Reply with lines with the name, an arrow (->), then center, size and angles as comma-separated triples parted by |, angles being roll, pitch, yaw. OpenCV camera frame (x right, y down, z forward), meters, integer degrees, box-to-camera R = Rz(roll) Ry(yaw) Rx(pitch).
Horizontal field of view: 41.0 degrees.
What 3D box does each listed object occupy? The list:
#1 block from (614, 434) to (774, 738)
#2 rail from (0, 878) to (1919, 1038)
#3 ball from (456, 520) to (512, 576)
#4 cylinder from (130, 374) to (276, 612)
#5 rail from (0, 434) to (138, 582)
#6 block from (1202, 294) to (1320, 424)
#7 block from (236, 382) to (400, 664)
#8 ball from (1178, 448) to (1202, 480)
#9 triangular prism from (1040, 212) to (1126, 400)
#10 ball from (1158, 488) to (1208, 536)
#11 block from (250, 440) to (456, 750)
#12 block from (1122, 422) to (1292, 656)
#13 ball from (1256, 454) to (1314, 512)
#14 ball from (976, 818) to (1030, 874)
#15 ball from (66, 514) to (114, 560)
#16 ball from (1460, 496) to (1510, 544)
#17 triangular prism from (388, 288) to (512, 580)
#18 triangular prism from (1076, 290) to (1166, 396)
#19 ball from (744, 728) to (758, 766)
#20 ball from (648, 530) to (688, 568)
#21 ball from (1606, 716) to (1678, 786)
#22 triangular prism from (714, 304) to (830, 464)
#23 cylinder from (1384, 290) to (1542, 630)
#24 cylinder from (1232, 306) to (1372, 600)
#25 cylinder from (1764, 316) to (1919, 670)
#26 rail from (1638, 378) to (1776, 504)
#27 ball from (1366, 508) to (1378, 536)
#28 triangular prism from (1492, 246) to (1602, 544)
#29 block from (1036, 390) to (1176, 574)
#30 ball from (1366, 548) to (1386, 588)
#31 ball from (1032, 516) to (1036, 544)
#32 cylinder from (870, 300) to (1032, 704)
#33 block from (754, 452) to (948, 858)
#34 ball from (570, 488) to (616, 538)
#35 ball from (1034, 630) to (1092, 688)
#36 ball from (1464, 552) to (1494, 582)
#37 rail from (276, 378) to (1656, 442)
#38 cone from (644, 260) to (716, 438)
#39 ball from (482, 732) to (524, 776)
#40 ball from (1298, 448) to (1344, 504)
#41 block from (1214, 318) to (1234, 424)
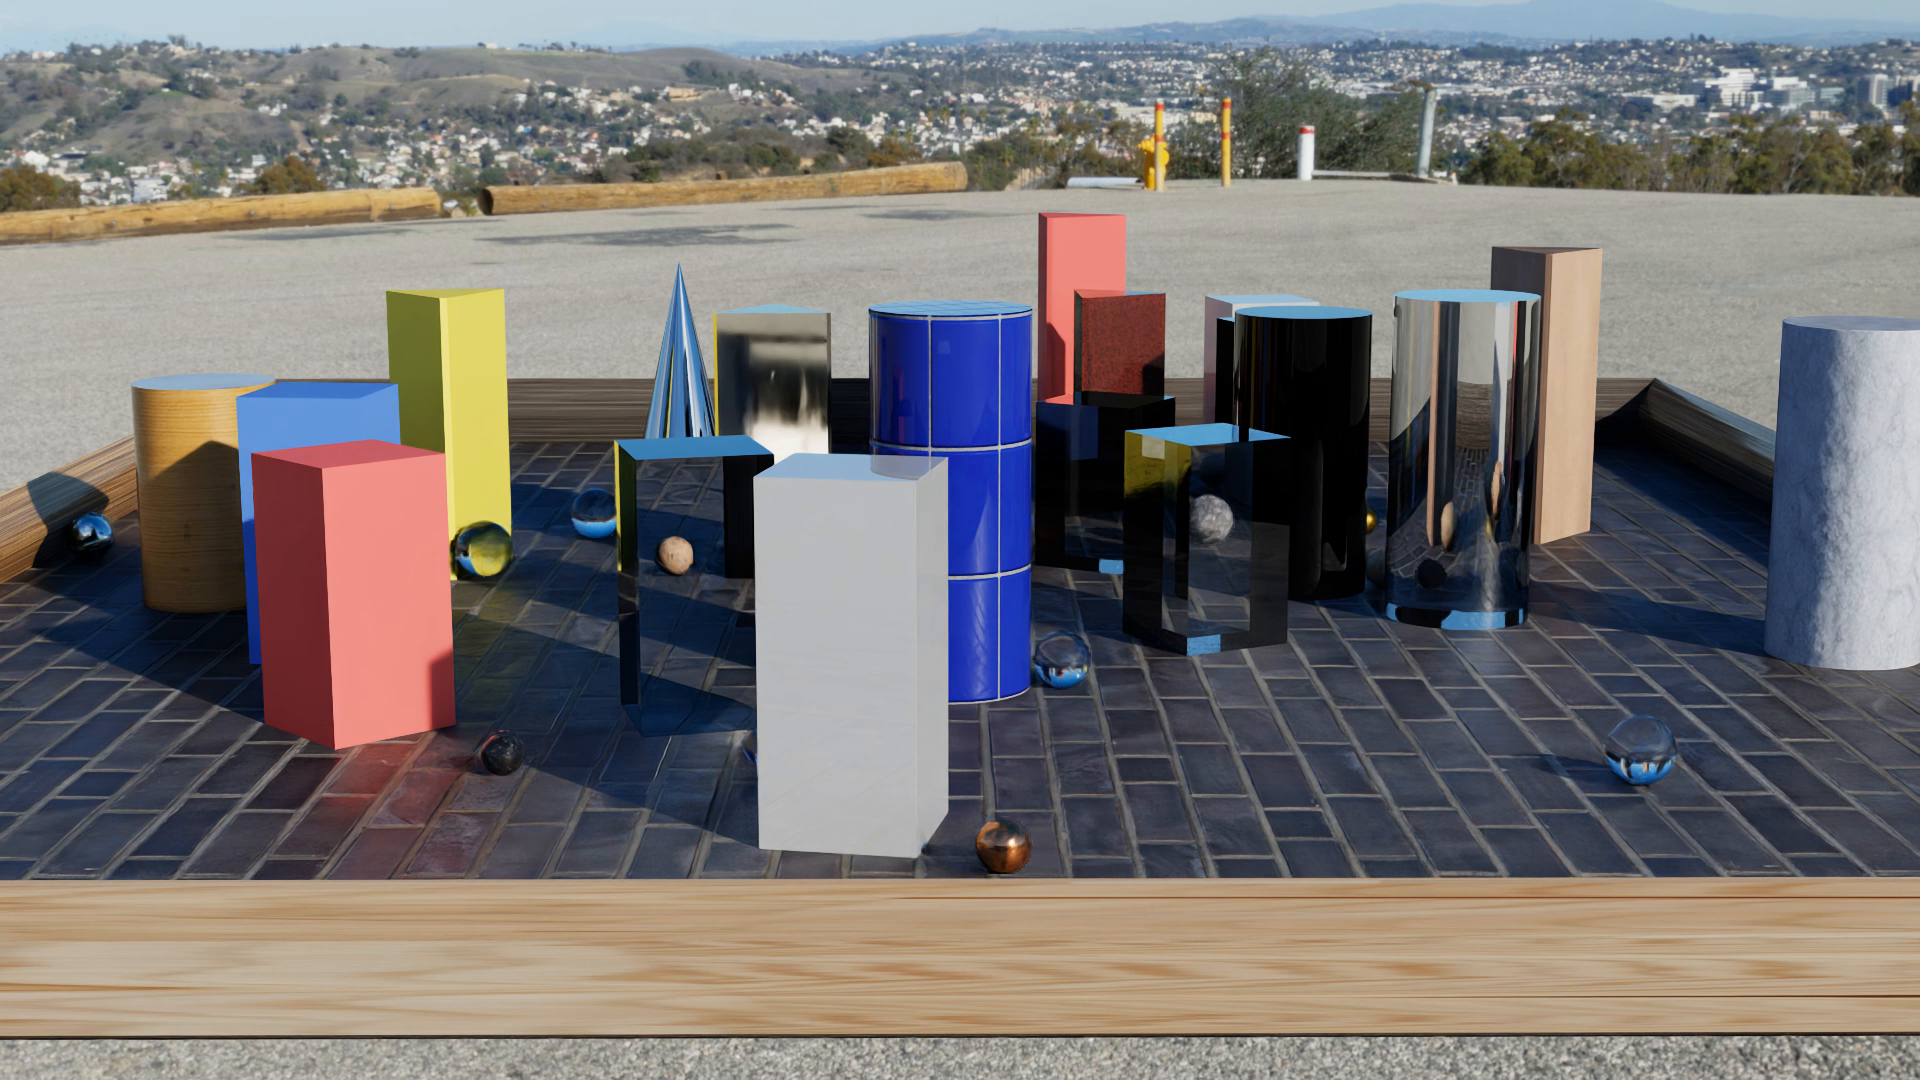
block -> -0.295, 0.048, 2.865 | 0.151, 0.307, 0.151 | -3, 11, -16
rail -> 0.009, 0.311, 1.951 | 2.714, 0.123, 0.045 | 0, 11, 0
ball -> -0.676, 0.012, 3.643 | 0.080, 0.080, 0.080 | 0, 11, 0
cylinder -> -1.024, -0.067, 3.501 | 0.189, 0.300, 0.189 | 0, 11, 0
rail -> -1.333, 0.033, 3.442 | 0.045, 0.123, 3.095 | 0, 11, 0
block -> 0.509, -0.244, 4.365 | 0.151, 0.332, 0.151 | -2, 11, -12
block -> -0.788, -0.022, 3.181 | 0.151, 0.329, 0.151 | 1, 11, 6
ball -> 0.411, -0.133, 4.518 | 0.056, 0.056, 0.056 | 0, 11, 0
triangular prism -> 0.181, -0.340, 4.517 | 0.164, 0.464, 0.142 | -7, 13, -33
ball -> 0.347, -0.043, 3.984 | 0.076, 0.076, 0.076 | 0, 11, 0
block -> -0.668, 0.055, 2.830 | 0.151, 0.305, 0.151 | -10, 14, -43
block -> 0.312, -0.004, 3.262 | 0.151, 0.264, 0.151 | -6, 12, -28
ball -> 0.533, -0.094, 4.206 | 0.095, 0.095, 0.095 | 0, 11, 0
ball -> 0.039, 0.278, 2.333 | 0.050, 0.050, 0.050 | 0, 11, 0
ball -> -1.289, -0.004, 3.800 | 0.067, 0.067, 0.067 | 0, 11, 0
ball -> 0.801, -0.031, 3.920 | 0.075, 0.075, 0.075 | 0, 11, 0
triangular prism -> -0.720, -0.160, 3.724 | 0.142, 0.401, 0.164 | -9, 14, -39
triangular prism -> 0.233, -0.239, 4.287 | 0.164, 0.350, 0.142 | -7, 13, -32
ball -> -0.207, 0.216, 2.688 | 0.041, 0.041, 0.041 | 0, 11, 0
ball -> -0.425, 0.013, 3.735 | 0.057, 0.057, 0.057 | 0, 11, 0
ball -> 0.695, 0.214, 2.616 | 0.071, 0.071, 0.071 | 0, 11, 0
triangular prism -> -0.270, -0.152, 3.754 | 0.164, 0.374, 0.142 | 0, 11, -2
cylinder -> 0.662, -0.110, 3.387 | 0.189, 0.426, 0.189 | 0, 11, 0
cylinder -> 0.474, -0.124, 3.572 | 0.189, 0.386, 0.189 | 0, 11, 0
cylinder -> 1.102, -0.062, 3.167 | 0.189, 0.412, 0.189 | 0, 11, 0
rail -> 1.333, 0.030, 3.457 | 0.045, 0.123, 3.095 | 0, 11, 0
ball -> 0.628, -0.029, 3.993 | 0.044, 0.044, 0.044 | 0, 11, 0
triangular prism -> 0.884, -0.231, 3.990 | 0.142, 0.443, 0.164 | 9, 14, 41
block -> 0.213, -0.087, 3.766 | 0.151, 0.241, 0.151 | 6, 12, 30
ball -> 0.597, 0.039, 3.594 | 0.057, 0.057, 0.057 | 0, 11, 0
ball -> 0.091, -0.015, 3.880 | 0.059, 0.059, 0.059 | 0, 11, 0
cylinder -> -0.011, -0.048, 2.999 | 0.189, 0.447, 0.189 | 0, 11, 0
block -> -0.100, 0.105, 2.432 | 0.151, 0.353, 0.151 | 2, 11, 11
ball -> -0.563, -0.041, 3.966 | 0.078, 0.078, 0.078 | 0, 11, 0
ball -> 0.121, 0.141, 3.018 | 0.068, 0.068, 0.068 | 0, 11, 0
ball -> 0.737, 0.039, 3.637 | 0.042, 0.042, 0.042 | 0, 11, 0
rail -> -0.009, -0.248, 4.947 | 2.714, 0.123, 0.045 | 0, 11, 0
cone -> -0.439, -0.229, 4.042 | 0.189, 0.420, 0.189 | 0, 11, 0
ball -> -0.472, 0.221, 2.651 | 0.044, 0.044, 0.044 | 0, 11, 0
ball -> 0.595, -0.107, 4.279 | 0.092, 0.092, 0.092 | 0, 11, 0
block -> 0.501, -0.180, 4.031 | 0.151, 0.328, 0.151 | -4, 11, -19
